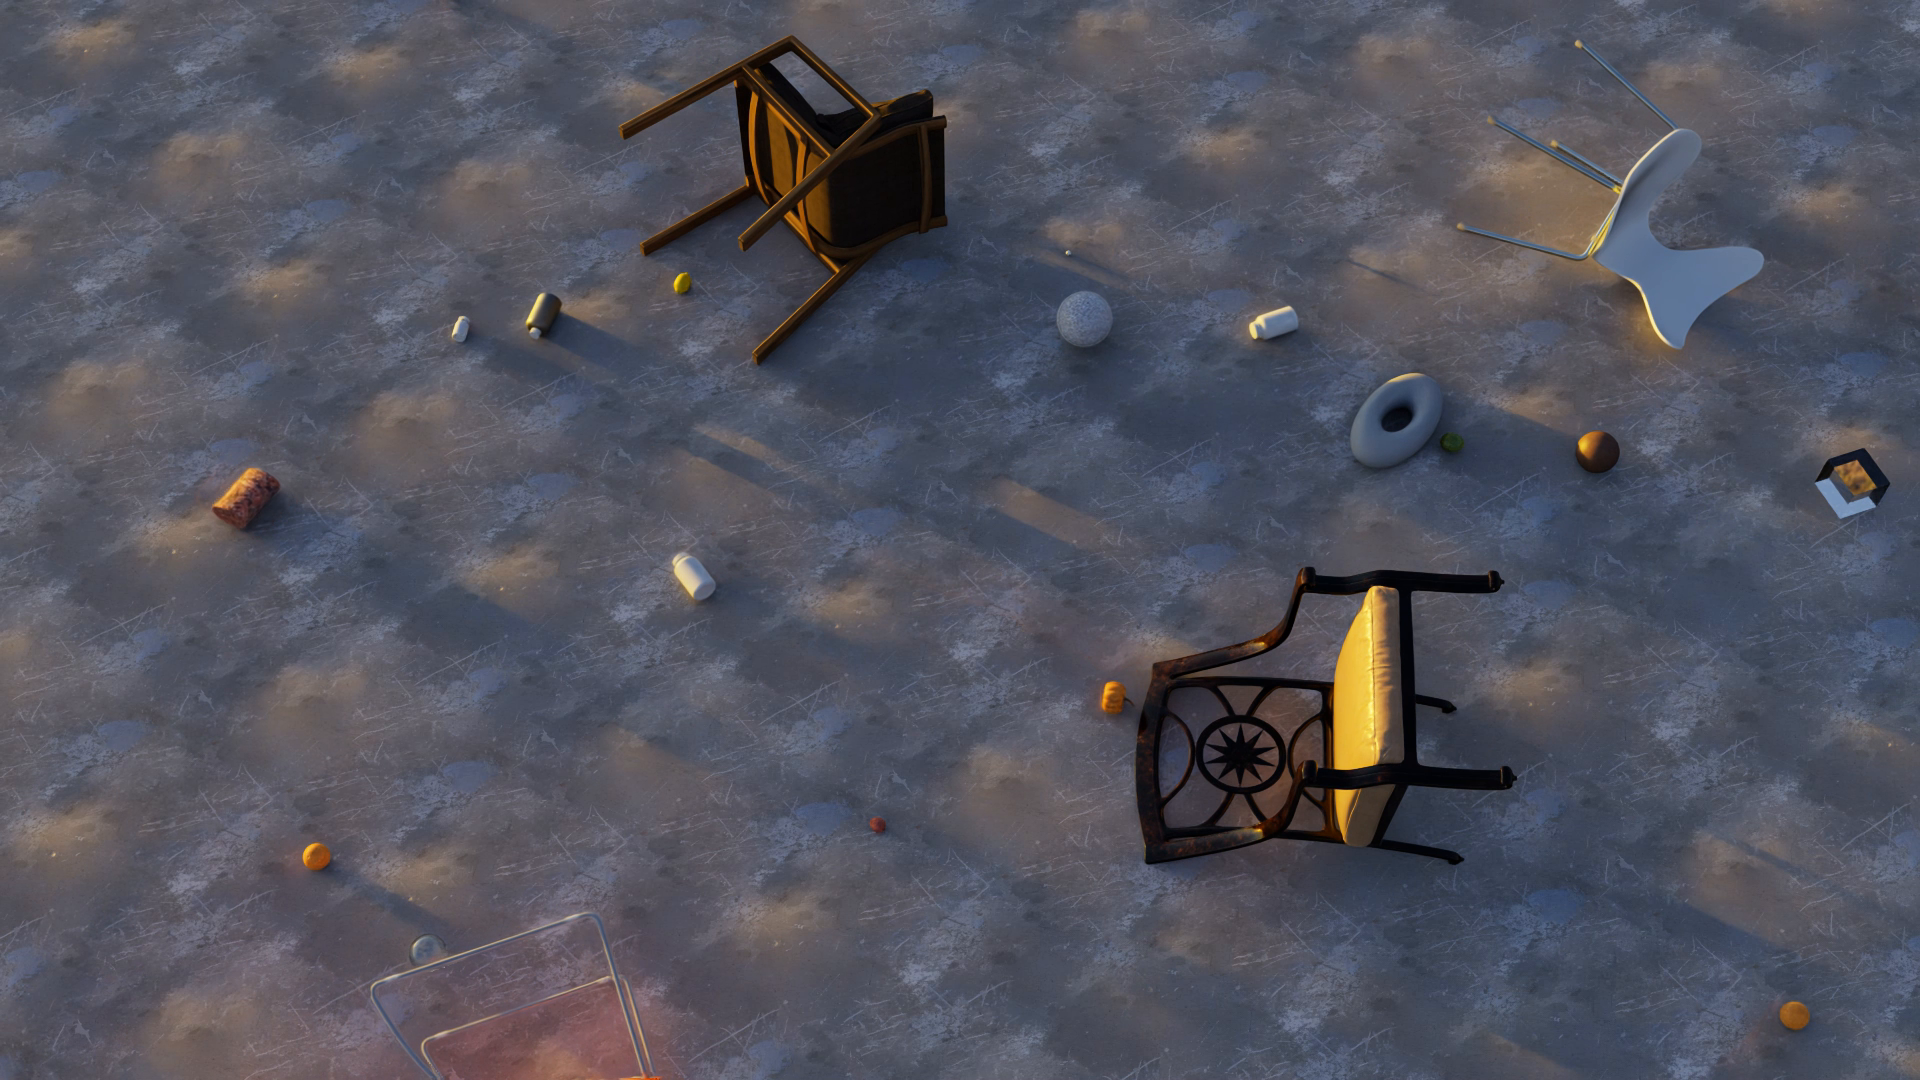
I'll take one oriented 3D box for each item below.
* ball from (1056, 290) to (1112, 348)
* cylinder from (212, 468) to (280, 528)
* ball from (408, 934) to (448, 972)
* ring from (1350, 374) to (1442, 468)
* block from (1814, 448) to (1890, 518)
[{"bbox_3d":[0.393,-0.697,6.935,0.177,0.177,0.177,0,56,0],"label":"ball"},{"bbox_3d":[-2.141,-0.126,6.601,0.138,0.088,0.163,12,54,34],"label":"cylinder"},{"bbox_3d":[-1.400,1.086,5.785,0.099,0.099,0.099,0,56,0],"label":"ball"},{"bbox_3d":[1.343,-0.368,6.759,0.226,0.105,0.399,34,62,19],"label":"ring"},{"bbox_3d":[2.684,-0.171,6.615,0.128,0.122,0.141,-17,58,-11],"label":"block"}]
